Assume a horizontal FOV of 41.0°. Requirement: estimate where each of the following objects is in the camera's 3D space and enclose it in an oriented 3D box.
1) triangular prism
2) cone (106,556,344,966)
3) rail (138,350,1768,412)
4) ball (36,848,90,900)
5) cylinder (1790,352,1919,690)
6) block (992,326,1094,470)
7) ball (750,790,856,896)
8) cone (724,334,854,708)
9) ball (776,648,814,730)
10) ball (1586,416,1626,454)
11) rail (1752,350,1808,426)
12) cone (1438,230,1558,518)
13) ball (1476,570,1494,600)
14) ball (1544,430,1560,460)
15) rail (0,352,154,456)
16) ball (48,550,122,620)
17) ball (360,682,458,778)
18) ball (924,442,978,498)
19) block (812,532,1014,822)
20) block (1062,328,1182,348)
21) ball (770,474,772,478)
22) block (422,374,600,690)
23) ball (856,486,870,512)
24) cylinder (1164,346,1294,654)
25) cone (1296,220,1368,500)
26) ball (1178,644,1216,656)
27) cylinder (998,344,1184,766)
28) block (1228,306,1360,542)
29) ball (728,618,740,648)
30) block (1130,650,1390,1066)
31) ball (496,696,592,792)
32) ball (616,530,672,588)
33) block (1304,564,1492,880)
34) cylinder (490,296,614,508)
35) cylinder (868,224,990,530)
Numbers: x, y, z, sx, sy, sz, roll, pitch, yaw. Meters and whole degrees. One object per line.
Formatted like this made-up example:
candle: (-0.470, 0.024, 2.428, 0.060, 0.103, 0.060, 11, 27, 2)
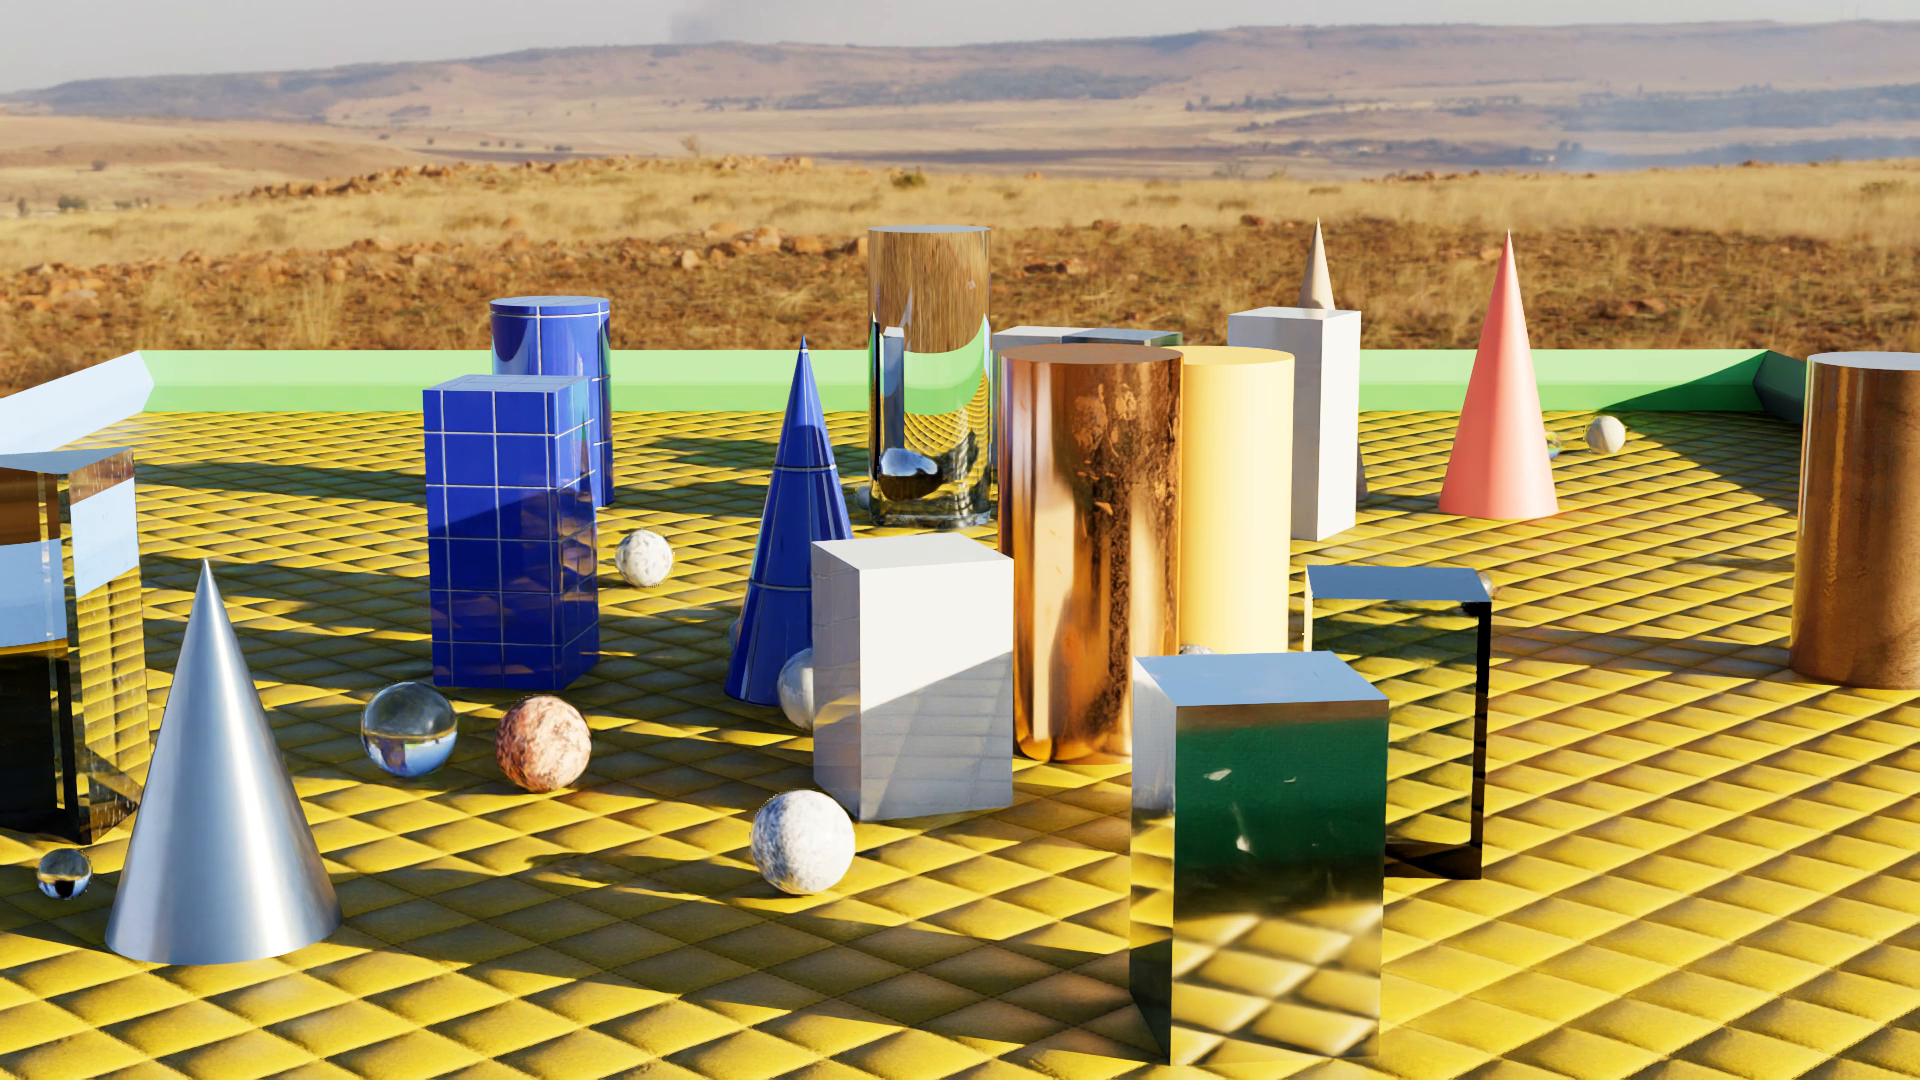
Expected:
triangular prism: (-0.857, 0.094, 2.498, 0.171, 0.356, 0.148, 7, 12, 32)
cone: (-0.630, 0.172, 2.170, 0.197, 0.323, 0.197, 0, 10, 0)
rail: (-0.012, -0.335, 5.437, 3.466, 0.128, 0.045, 0, 10, 0)
ball: (-0.792, 0.295, 2.268, 0.045, 0.045, 0.045, 0, 10, 0)
cylinder: (1.112, -0.027, 3.089, 0.197, 0.379, 0.197, 0, 10, 0)
block: (0.159, -0.260, 4.709, 0.158, 0.247, 0.158, 4, 11, 19)
ball: (-0.139, 0.269, 2.279, 0.093, 0.093, 0.093, 0, 10, 0)
cone: (-0.181, -0.032, 2.995, 0.197, 0.423, 0.197, 0, 10, 0)
ball: (-0.156, 0.165, 2.839, 0.094, 0.094, 0.094, 0, 10, 0)
ball: (1.221, -0.198, 4.854, 0.073, 0.073, 0.073, 0, 10, 0)
rail: (1.709, 0.031, 3.459, 0.045, 0.128, 4.092, 0, 10, 0)
cone: (0.894, -0.281, 4.224, 0.197, 0.465, 0.197, 0, 10, 0)
ball: (0.697, 0.067, 3.478, 0.052, 0.052, 0.052, 0, 10, 0)
ball: (1.087, -0.176, 4.772, 0.058, 0.058, 0.058, 0, 10, 0)
rail: (-1.709, 0.035, 3.439, 0.045, 0.128, 4.092, 0, 10, 0)
ball: (-1.161, 0.059, 3.408, 0.094, 0.094, 0.094, 0, 10, 0)
ball: (-0.570, 0.196, 2.654, 0.099, 0.099, 0.099, 0, 10, 0)
ball: (-0.016, -0.119, 4.372, 0.094, 0.094, 0.094, 0, 10, 0)
block: (-0.049, 0.133, 2.576, 0.158, 0.250, 0.158, -4, 11, -20)
block: (0.284, -0.229, 4.495, 0.158, 0.265, 0.158, 6, 12, 29)
ball: (-0.272, -0.095, 4.259, 0.088, 0.088, 0.088, 0, 10, 0)
block: (-0.536, -0.013, 3.081, 0.158, 0.354, 0.158, 2, 11, 8)
ball: (-0.152, -0.069, 4.240, 0.043, 0.043, 0.043, 0, 10, 0)
cylinder: (0.289, -0.021, 3.015, 0.197, 0.394, 0.197, 0, 10, 0)
cone: (0.604, -0.313, 4.370, 0.197, 0.476, 0.197, 0, 10, 0)
ball: (0.262, 0.160, 2.886, 0.085, 0.085, 0.085, 0, 10, 0)
cylinder: (0.139, 0.011, 2.761, 0.197, 0.425, 0.197, 0, 10, 0)
block: (0.524, -0.186, 4.047, 0.158, 0.344, 0.158, 6, 12, 29)
ball: (-0.260, 0.120, 3.182, 0.056, 0.056, 0.056, 0, 10, 0)
block: (0.223, 0.237, 1.952, 0.158, 0.273, 0.158, -1, 11, -7)
ball: (-0.422, 0.207, 2.602, 0.097, 0.097, 0.097, 0, 10, 0)
ball: (-0.446, 0.027, 3.616, 0.080, 0.080, 0.080, 0, 10, 0)
block: (0.401, 0.166, 2.383, 0.158, 0.257, 0.158, 1, 11, 5)
cylinder: (-0.682, -0.230, 4.296, 0.197, 0.340, 0.197, 0, 10, 0)
cylinder: (-0.049, -0.265, 4.127, 0.197, 0.469, 0.197, 0, 10, 0)
